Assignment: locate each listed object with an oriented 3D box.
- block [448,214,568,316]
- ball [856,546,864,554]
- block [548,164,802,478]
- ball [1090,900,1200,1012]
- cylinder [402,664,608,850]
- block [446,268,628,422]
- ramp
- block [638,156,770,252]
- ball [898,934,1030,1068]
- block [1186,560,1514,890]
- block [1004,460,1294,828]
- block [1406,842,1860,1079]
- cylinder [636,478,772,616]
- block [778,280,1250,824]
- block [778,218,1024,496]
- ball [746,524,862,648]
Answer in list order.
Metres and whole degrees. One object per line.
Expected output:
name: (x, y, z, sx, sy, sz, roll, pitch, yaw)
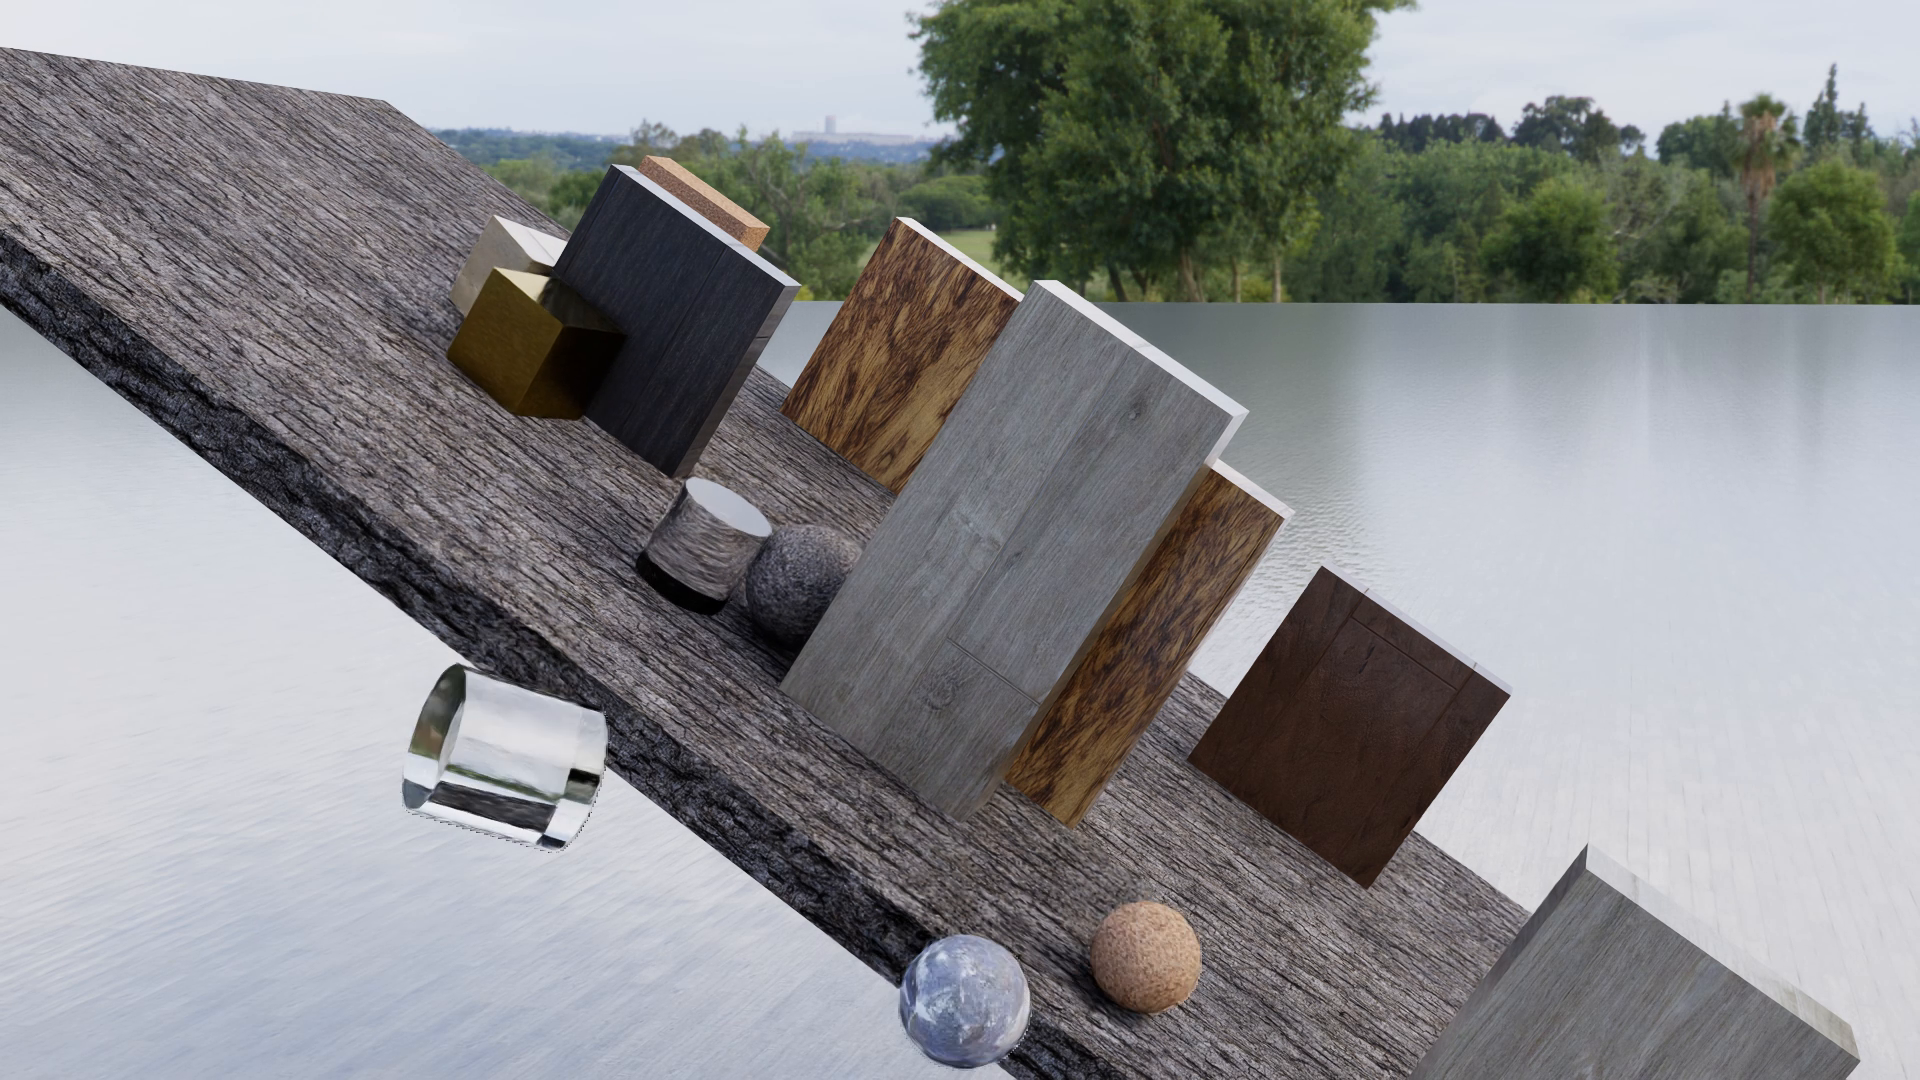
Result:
block: (-0.845, -0.487, 4.311, 0.189, 0.189, 0.189, 17, 22, -46)
ball: (-0.210, 0.081, 3.885, 0.149, 0.149, 0.149, 0, 7, 0)
block: (-0.582, -0.411, 4.141, 0.410, 0.429, 0.083, 35, 15, 10)
ball: (0.268, 0.604, 3.186, 0.159, 0.159, 0.159, 0, 7, 0)
cylinder: (-0.592, 0.283, 2.860, 0.196, 0.196, 0.196, 21, -3, -27)
block: (-0.776, -0.357, 4.035, 0.192, 0.192, 0.192, 39, 16, 22)
ramp: (-0.129, 0.217, 4.100, 4.000, 0.100, 2.000, 35, 15, 10)
block: (-0.609, -0.510, 4.390, 0.257, 0.433, 0.113, 35, 15, 10)
ball: (0.006, 0.601, 2.864, 0.171, 0.171, 0.171, 0, 7, 0)
block: (0.760, 0.362, 4.316, 0.433, 0.479, 0.084, 35, 15, 10)
block: (0.213, 0.107, 3.704, 0.397, 0.641, 0.111, 35, 15, 10)
block: (0.849, 0.778, 2.979, 0.411, 0.589, 0.141, 35, 15, 10)
cylinder: (-0.424, 0.011, 3.639, 0.164, 0.164, 0.164, 31, 16, -10)
block: (0.077, 0.020, 3.450, 0.366, 0.773, 0.138, 35, 15, 10)
block: (-0.117, -0.404, 4.894, 0.351, 0.512, 0.110, 35, 15, 10)
ball: (-0.255, 0.078, 3.686, 0.209, 0.209, 0.209, 0, 7, 0)
